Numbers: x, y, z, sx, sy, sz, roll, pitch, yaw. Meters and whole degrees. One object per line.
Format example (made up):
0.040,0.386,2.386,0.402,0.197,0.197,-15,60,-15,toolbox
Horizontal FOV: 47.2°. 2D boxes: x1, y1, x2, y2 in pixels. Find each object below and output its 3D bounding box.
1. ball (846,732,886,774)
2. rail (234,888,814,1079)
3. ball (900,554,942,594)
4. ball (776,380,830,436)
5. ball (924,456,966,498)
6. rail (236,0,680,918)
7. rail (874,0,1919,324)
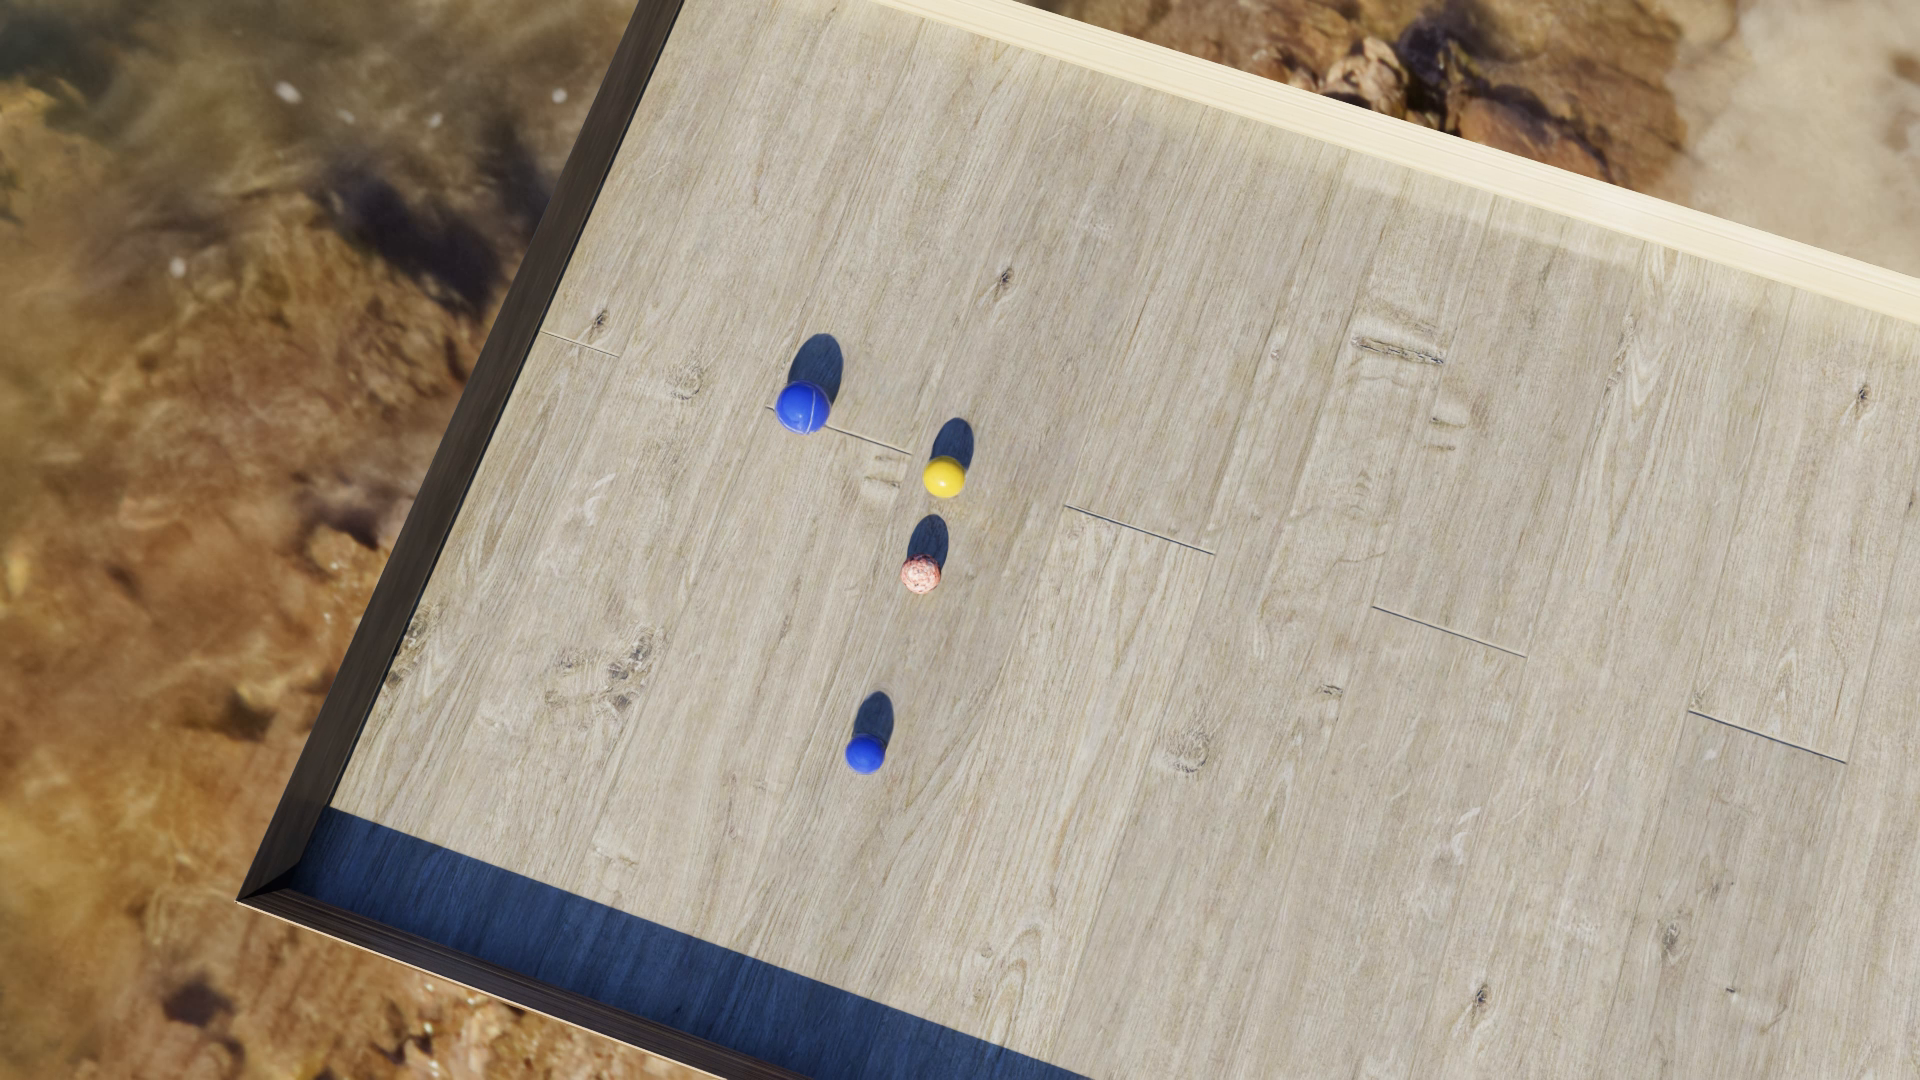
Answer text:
-0.141,0.320,3.297,0.061,0.061,0.061,0,72,0,ball
0.466,1.013,3.048,3.173,0.111,0.045,18,73,6,rail
-0.060,0.052,3.381,0.063,0.063,0.063,0,72,0,ball
-0.246,-0.208,3.451,0.086,0.086,0.086,0,72,0,ball
-0.023,-0.098,3.427,0.066,0.066,0.066,0,72,0,ball
-0.726,-0.249,3.450,0.045,0.111,1.760,18,73,6,rail
1.032,-0.527,3.538,3.173,0.111,0.045,18,73,6,rail
